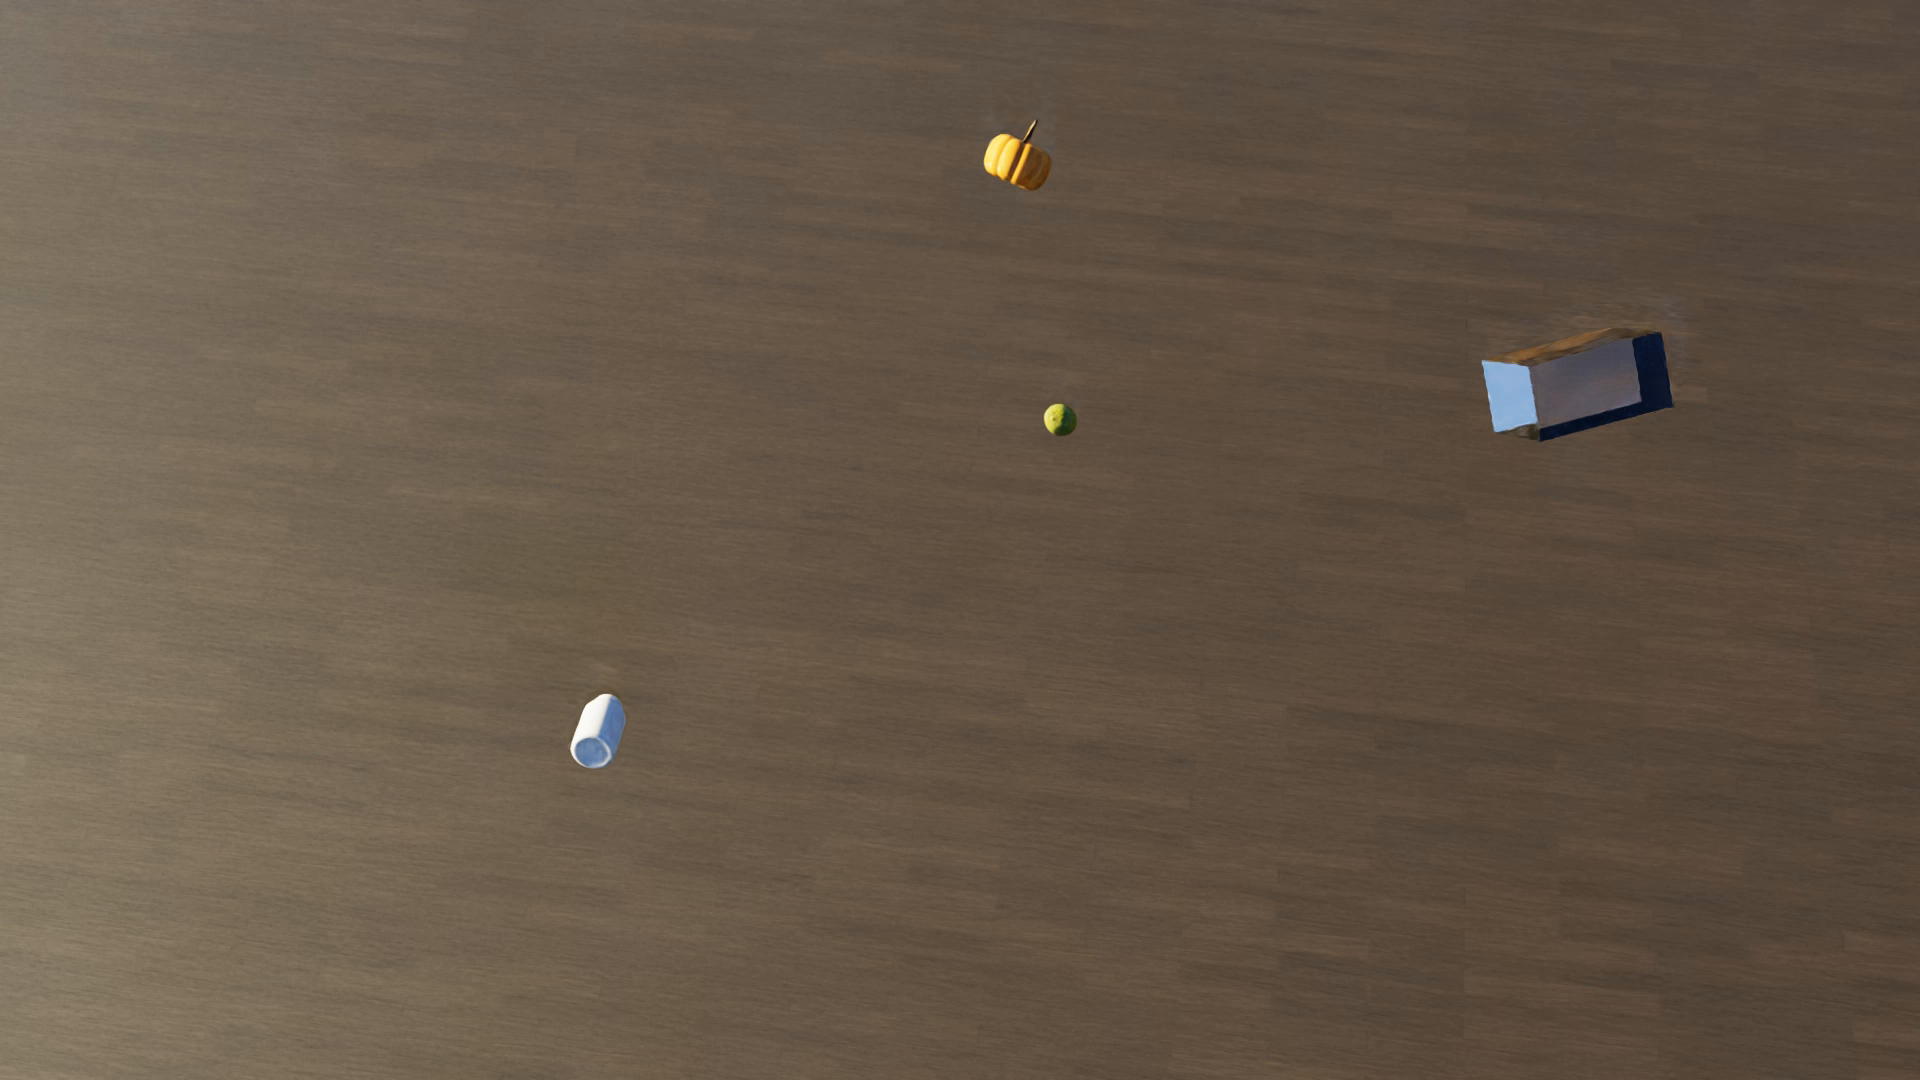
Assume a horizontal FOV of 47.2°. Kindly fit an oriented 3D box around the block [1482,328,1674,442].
[{"bbox_3d":[1.106,-0.281,3.945,0.262,0.174,0.136,-15,101,-11],"label":"block"}]
